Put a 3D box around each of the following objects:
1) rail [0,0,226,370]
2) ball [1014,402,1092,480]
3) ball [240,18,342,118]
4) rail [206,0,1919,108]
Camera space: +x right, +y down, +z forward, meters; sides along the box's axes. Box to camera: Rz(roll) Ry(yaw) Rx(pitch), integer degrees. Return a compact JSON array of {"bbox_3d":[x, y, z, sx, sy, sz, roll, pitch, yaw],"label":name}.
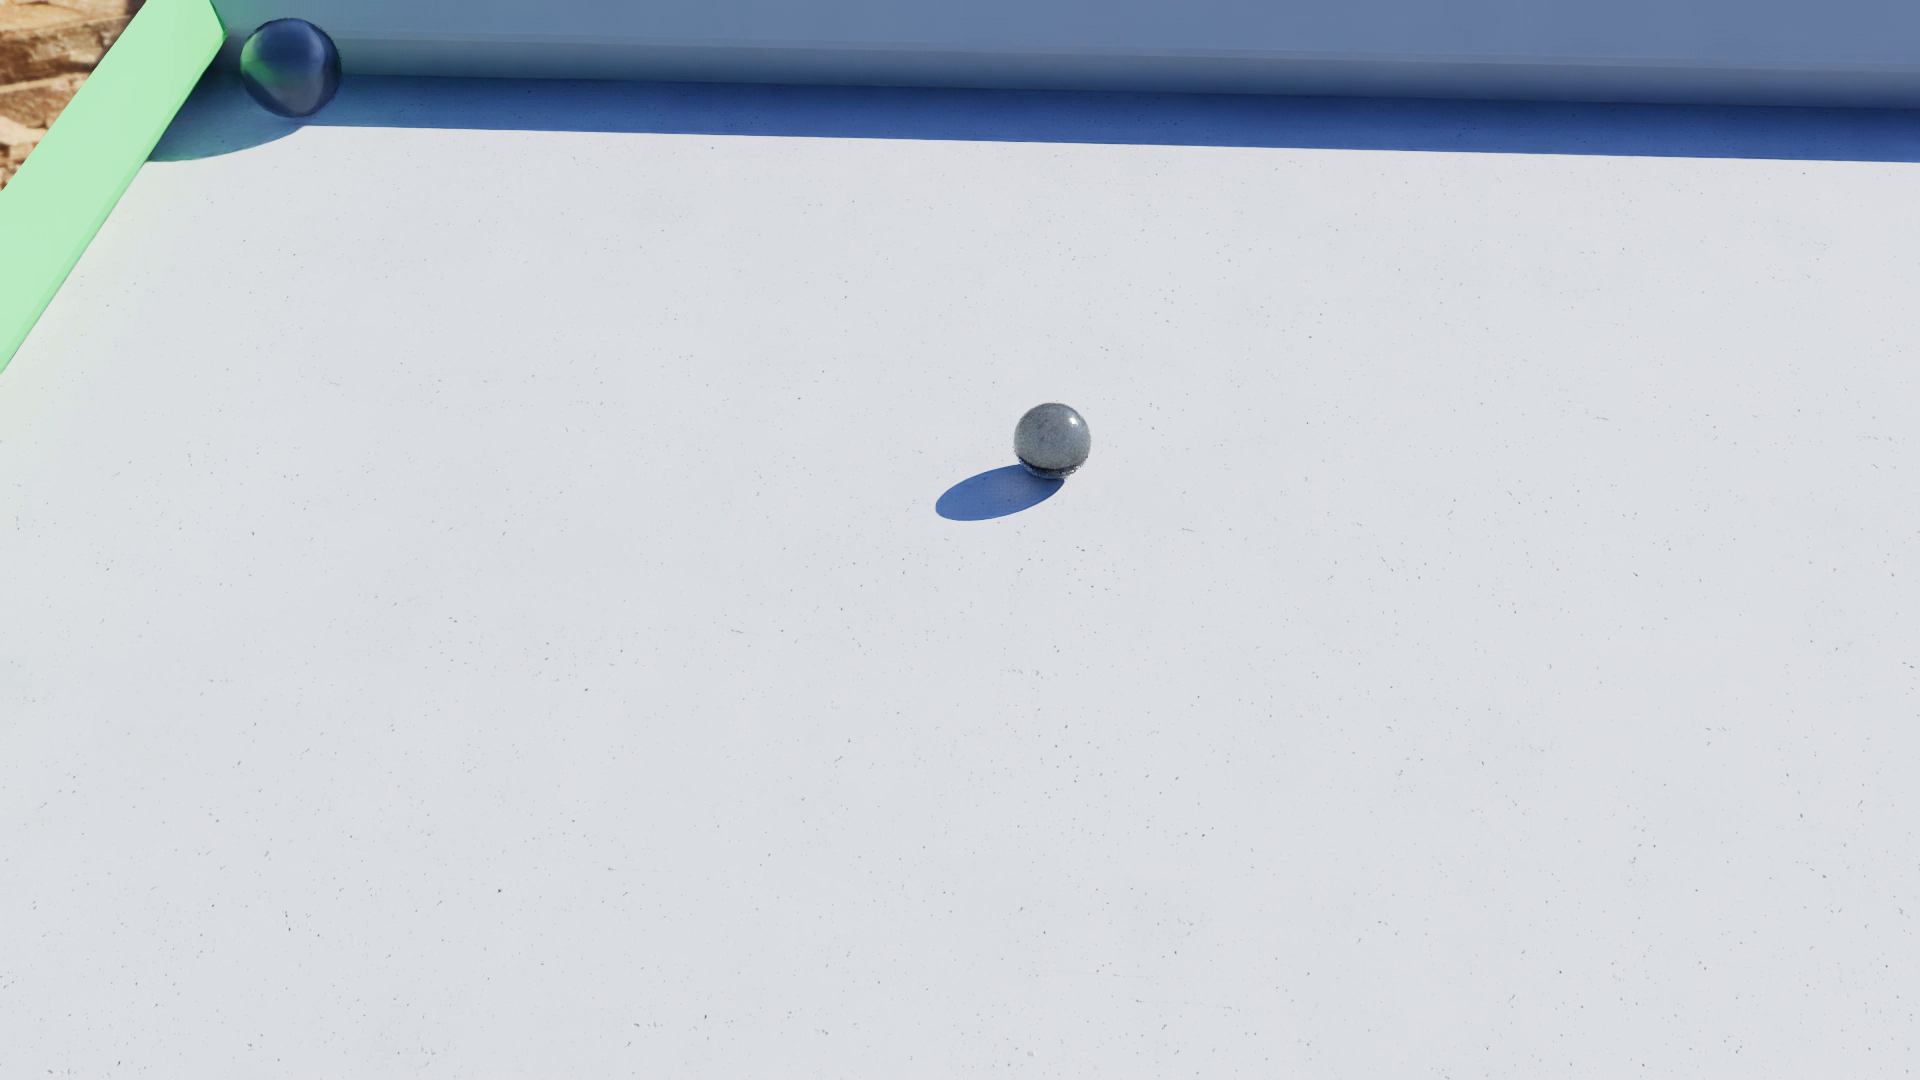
[{"bbox_3d":[-0.759,-0.046,1.825,0.045,0.121,1.611,2,35,2],"label":"rail"},{"bbox_3d":[0.069,-0.074,1.920,0.058,0.058,0.058,0,35,0],"label":"ball"},{"bbox_3d":[-0.629,-0.444,2.412,0.093,0.093,0.093,0,35,0],"label":"ball"},{"bbox_3d":[0.823,-0.452,2.398,3.136,0.121,0.045,2,35,2],"label":"rail"}]
